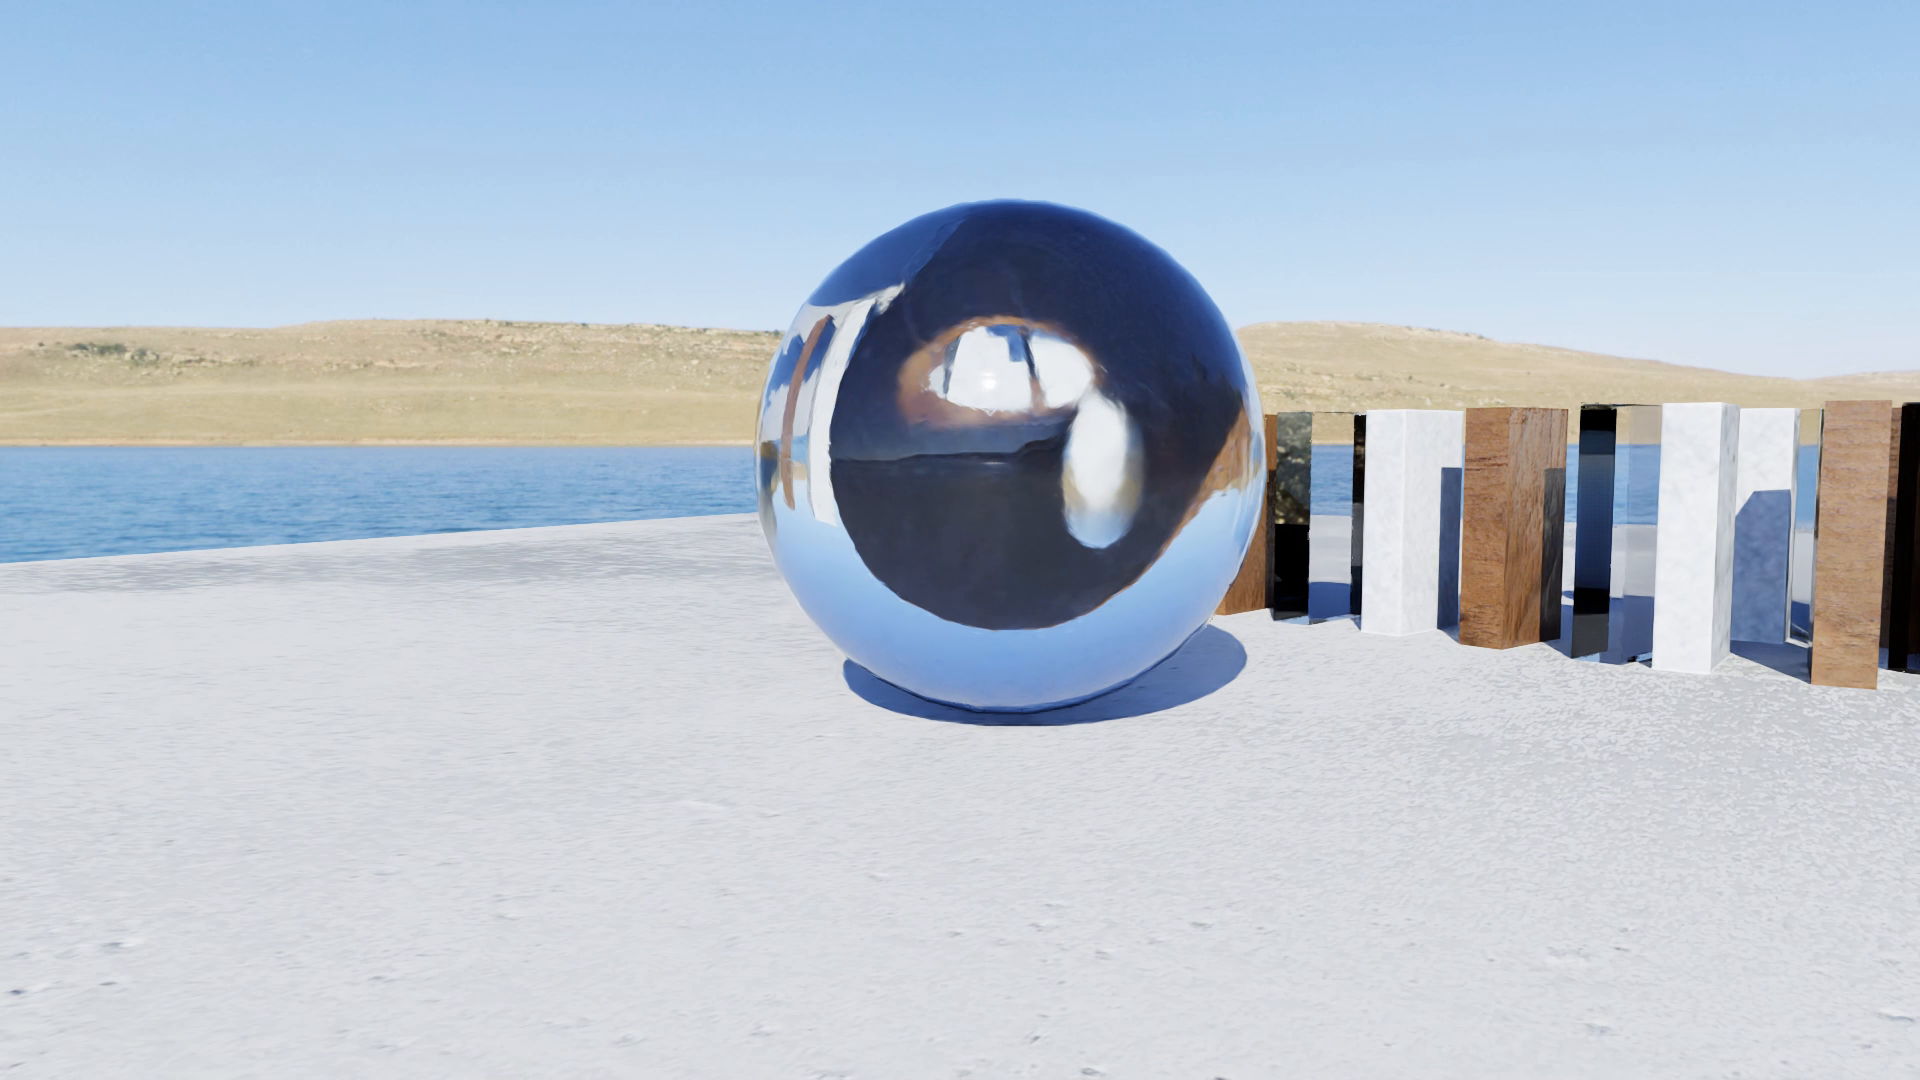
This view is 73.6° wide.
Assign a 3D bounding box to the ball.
[{"bbox_3d":[0.008,-0.013,0.203,0.080,0.080,0.080,0,4,0],"label":"ball"}]

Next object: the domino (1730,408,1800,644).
[{"bbox_3d":[0.168,-0.004,0.283,0.025,0.050,0.010,4,6,40],"label":"domino"}]

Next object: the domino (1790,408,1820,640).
[{"bbox_3d":[0.191,-0.004,0.285,0.010,0.050,0.025,1,4,17],"label":"domino"}]

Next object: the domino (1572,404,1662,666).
[{"bbox_3d":[0.134,-0.002,0.256,0.025,0.050,0.010,-3,6,-39],"label":"domino"}]

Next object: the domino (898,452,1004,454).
[{"bbox_3d":[-0.002,0.001,0.290,0.025,0.009,0.050,0,46,-1],"label":"domino"}]

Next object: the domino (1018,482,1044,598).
[{"bbox_3d":[0.007,0.001,0.347,0.025,0.010,0.050,-5,27,13],"label":"domino"}]

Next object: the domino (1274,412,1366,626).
[{"bbox_3d":[0.088,-0.006,0.311,0.025,0.050,0.010,-4,6,-43],"label":"domino"}]

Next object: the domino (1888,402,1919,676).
[{"bbox_3d":[0.184,0.000,0.230,0.010,0.050,0.025,-2,5,-23],"label":"domino"}]

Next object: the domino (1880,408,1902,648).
[{"bbox_3d":[0.205,-0.002,0.267,0.025,0.050,0.010,-1,4,-16],"label":"domino"}]

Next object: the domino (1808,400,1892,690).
[{"bbox_3d":[0.161,0.000,0.233,0.009,0.050,0.025,3,5,32],"label":"domino"}]

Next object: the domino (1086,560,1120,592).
[{"bbox_3d":[0.059,0.009,0.388,0.025,0.009,0.050,2,5,25],"label":"domino"}]

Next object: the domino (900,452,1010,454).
[{"bbox_3d":[-0.001,0.002,0.276,0.025,0.010,0.050,0,46,-1],"label":"domino"}]

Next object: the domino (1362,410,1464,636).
[{"bbox_3d":[0.104,-0.004,0.293,0.025,0.050,0.010,-4,6,-40],"label":"domino"}]

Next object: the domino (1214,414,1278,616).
[{"bbox_3d":[0.071,-0.007,0.328,0.010,0.050,0.025,4,6,44],"label":"domino"}]

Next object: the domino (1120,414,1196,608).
[{"bbox_3d":[0.054,-0.008,0.343,0.009,0.050,0.025,3,5,38],"label":"domino"}]

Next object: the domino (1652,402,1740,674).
[{"bbox_3d":[0.142,-0.001,0.248,0.009,0.050,0.025,3,5,38],"label":"domino"}]

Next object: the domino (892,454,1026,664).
[{"bbox_3d":[0.000,0.003,0.262,0.025,0.010,0.050,0,46,-1],"label":"domino"}]

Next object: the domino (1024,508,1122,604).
[{"bbox_3d":[0.028,0.004,0.363,0.025,0.010,0.050,4,22,42],"label":"domino"}]

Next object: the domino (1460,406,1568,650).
[{"bbox_3d":[0.119,-0.003,0.275,0.025,0.050,0.009,-3,6,-39],"label":"domino"}]
